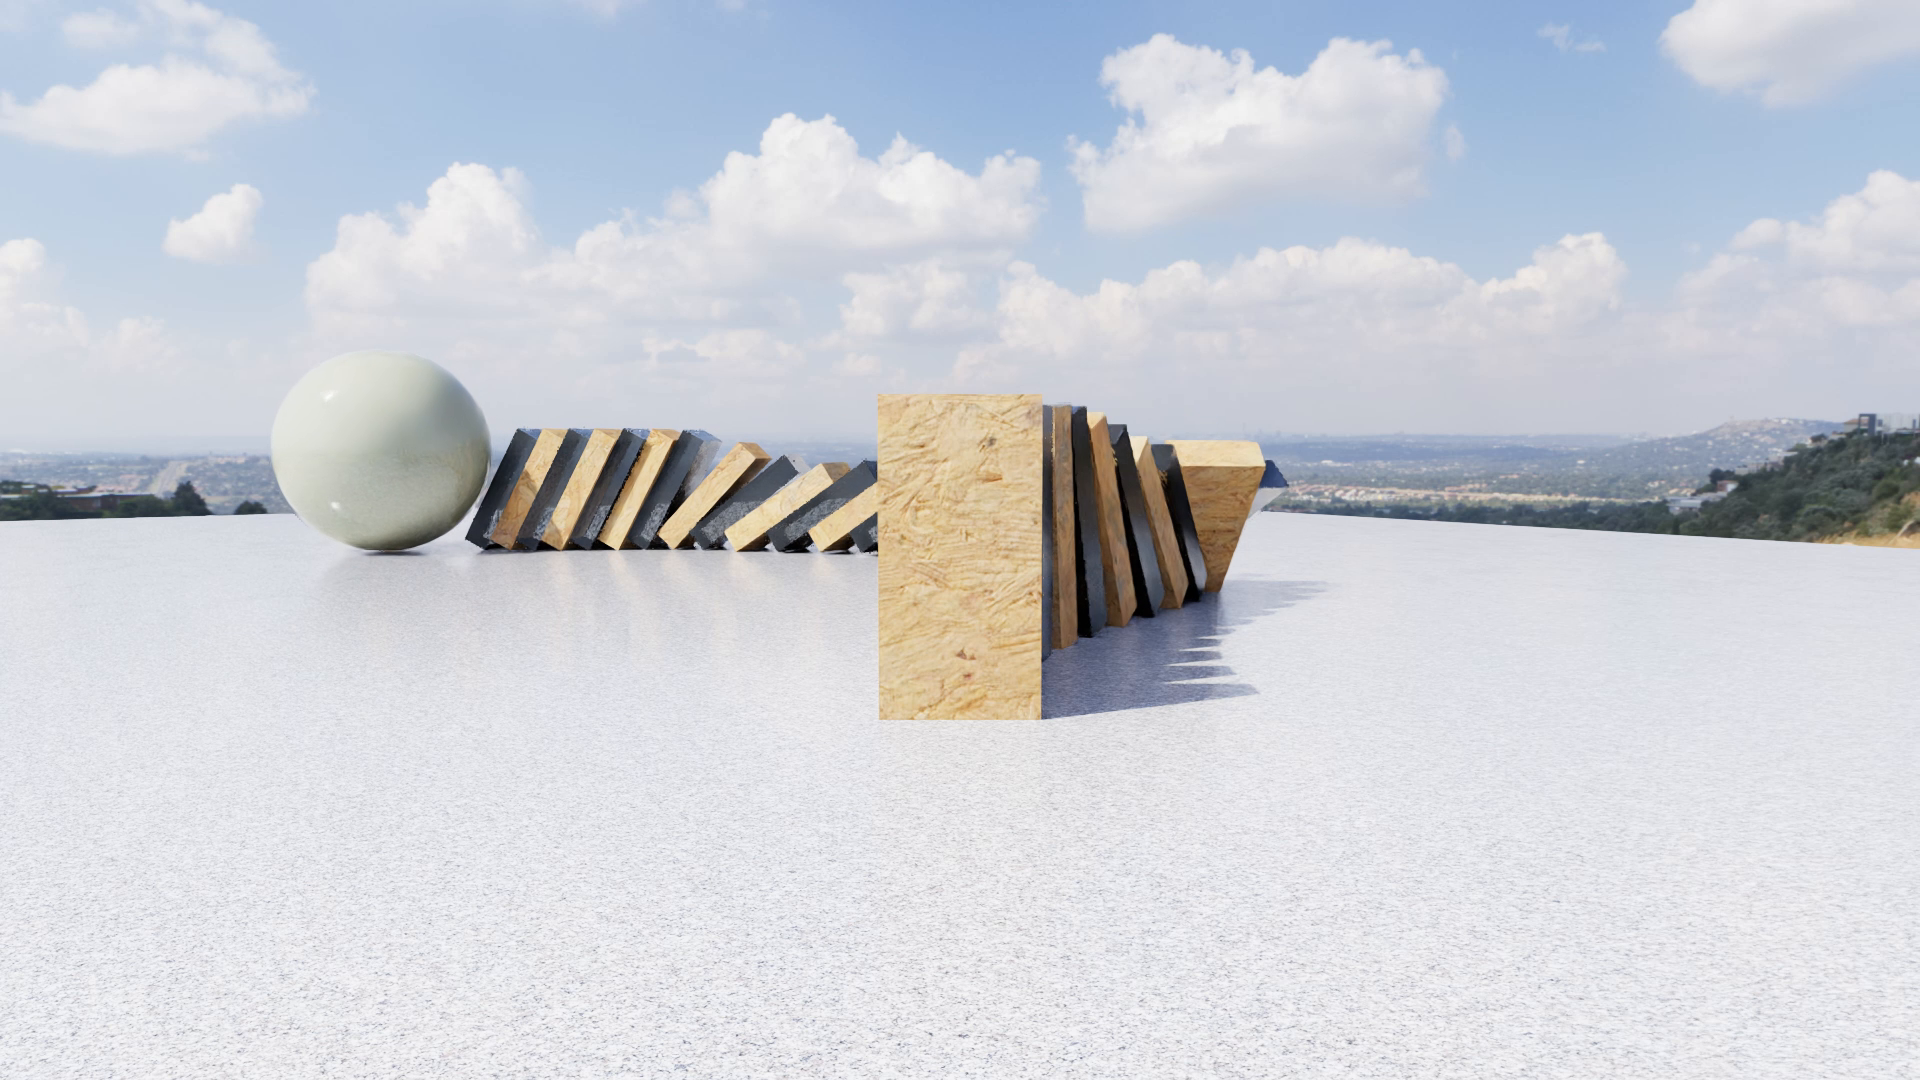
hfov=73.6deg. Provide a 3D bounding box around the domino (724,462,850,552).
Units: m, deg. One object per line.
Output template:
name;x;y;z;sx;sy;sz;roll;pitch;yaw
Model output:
domino;-0.067;-0.013;0.511;0.050;0.009;0.025;-33;-6;17

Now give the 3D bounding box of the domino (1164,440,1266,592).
domino;0.064;-0.006;0.352;0.025;0.050;0.010;1;47;-7

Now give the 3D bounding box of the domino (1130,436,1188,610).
domino;0.040;-0.004;0.323;0.025;0.050;0.009;2;45;28

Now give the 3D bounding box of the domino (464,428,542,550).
domino;-0.182;-0.021;0.524;0.009;0.050;0.025;28;7;4

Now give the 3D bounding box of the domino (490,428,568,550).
domino;-0.171;-0.021;0.523;0.009;0.050;0.025;28;7;4

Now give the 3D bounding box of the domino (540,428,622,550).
domino;-0.150;-0.021;0.520;0.009;0.050;0.025;28;7;4

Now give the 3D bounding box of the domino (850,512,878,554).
domino;-0.016;-0.013;0.491;0.050;0.009;0.025;-34;-12;20

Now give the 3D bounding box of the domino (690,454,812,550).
domino;-0.084;-0.016;0.520;0.050;0.009;0.025;-38;-1;8

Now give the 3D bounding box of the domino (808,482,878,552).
domino;-0.032;-0.013;0.498;0.050;0.009;0.025;-34;-10;18

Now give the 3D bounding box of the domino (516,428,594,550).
domino;-0.160;-0.021;0.521;0.009;0.050;0.025;28;7;4

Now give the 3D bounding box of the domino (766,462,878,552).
domino;-0.050;-0.013;0.504;0.050;0.009;0.025;-34;-8;17

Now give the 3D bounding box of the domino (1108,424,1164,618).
domino;0.032;-0.004;0.309;0.025;0.050;0.010;2;39;28

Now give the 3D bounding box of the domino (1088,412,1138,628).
domino;0.024;-0.004;0.296;0.025;0.050;0.009;2;30;28

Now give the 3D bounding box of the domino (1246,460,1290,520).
domino;0.070;-0.005;0.377;0.050;0.009;0.025;-42;-21;32

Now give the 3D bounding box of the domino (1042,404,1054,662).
domino;0.005;-0.002;0.256;0.025;0.050;0.009;1;4;16

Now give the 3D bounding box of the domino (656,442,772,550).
domino;-0.100;-0.018;0.523;0.009;0.050;0.025;44;7;2

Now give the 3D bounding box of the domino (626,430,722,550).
domino;-0.116;-0.021;0.523;0.009;0.050;0.025;30;7;4

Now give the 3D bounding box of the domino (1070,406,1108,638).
domino;0.017;-0.004;0.284;0.025;0.050;0.010;2;20;28

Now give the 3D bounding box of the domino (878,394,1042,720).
domino;0.000;0.002;0.201;0.025;0.050;0.009;0;4;0

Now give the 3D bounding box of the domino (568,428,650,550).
domino;-0.139;-0.021;0.521;0.010;0.050;0.025;28;7;4

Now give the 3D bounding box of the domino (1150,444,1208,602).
domino;0.048;-0.004;0.337;0.025;0.050;0.009;2;49;25

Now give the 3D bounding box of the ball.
ball;-0.227;-0.036;0.507;0.080;0.080;0.080;0;4;0

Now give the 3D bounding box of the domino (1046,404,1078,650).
domino;0.011;-0.003;0.271;0.025;0.050;0.010;2;11;27

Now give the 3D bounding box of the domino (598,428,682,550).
domino;-0.128;-0.021;0.522;0.009;0.050;0.025;29;7;4
